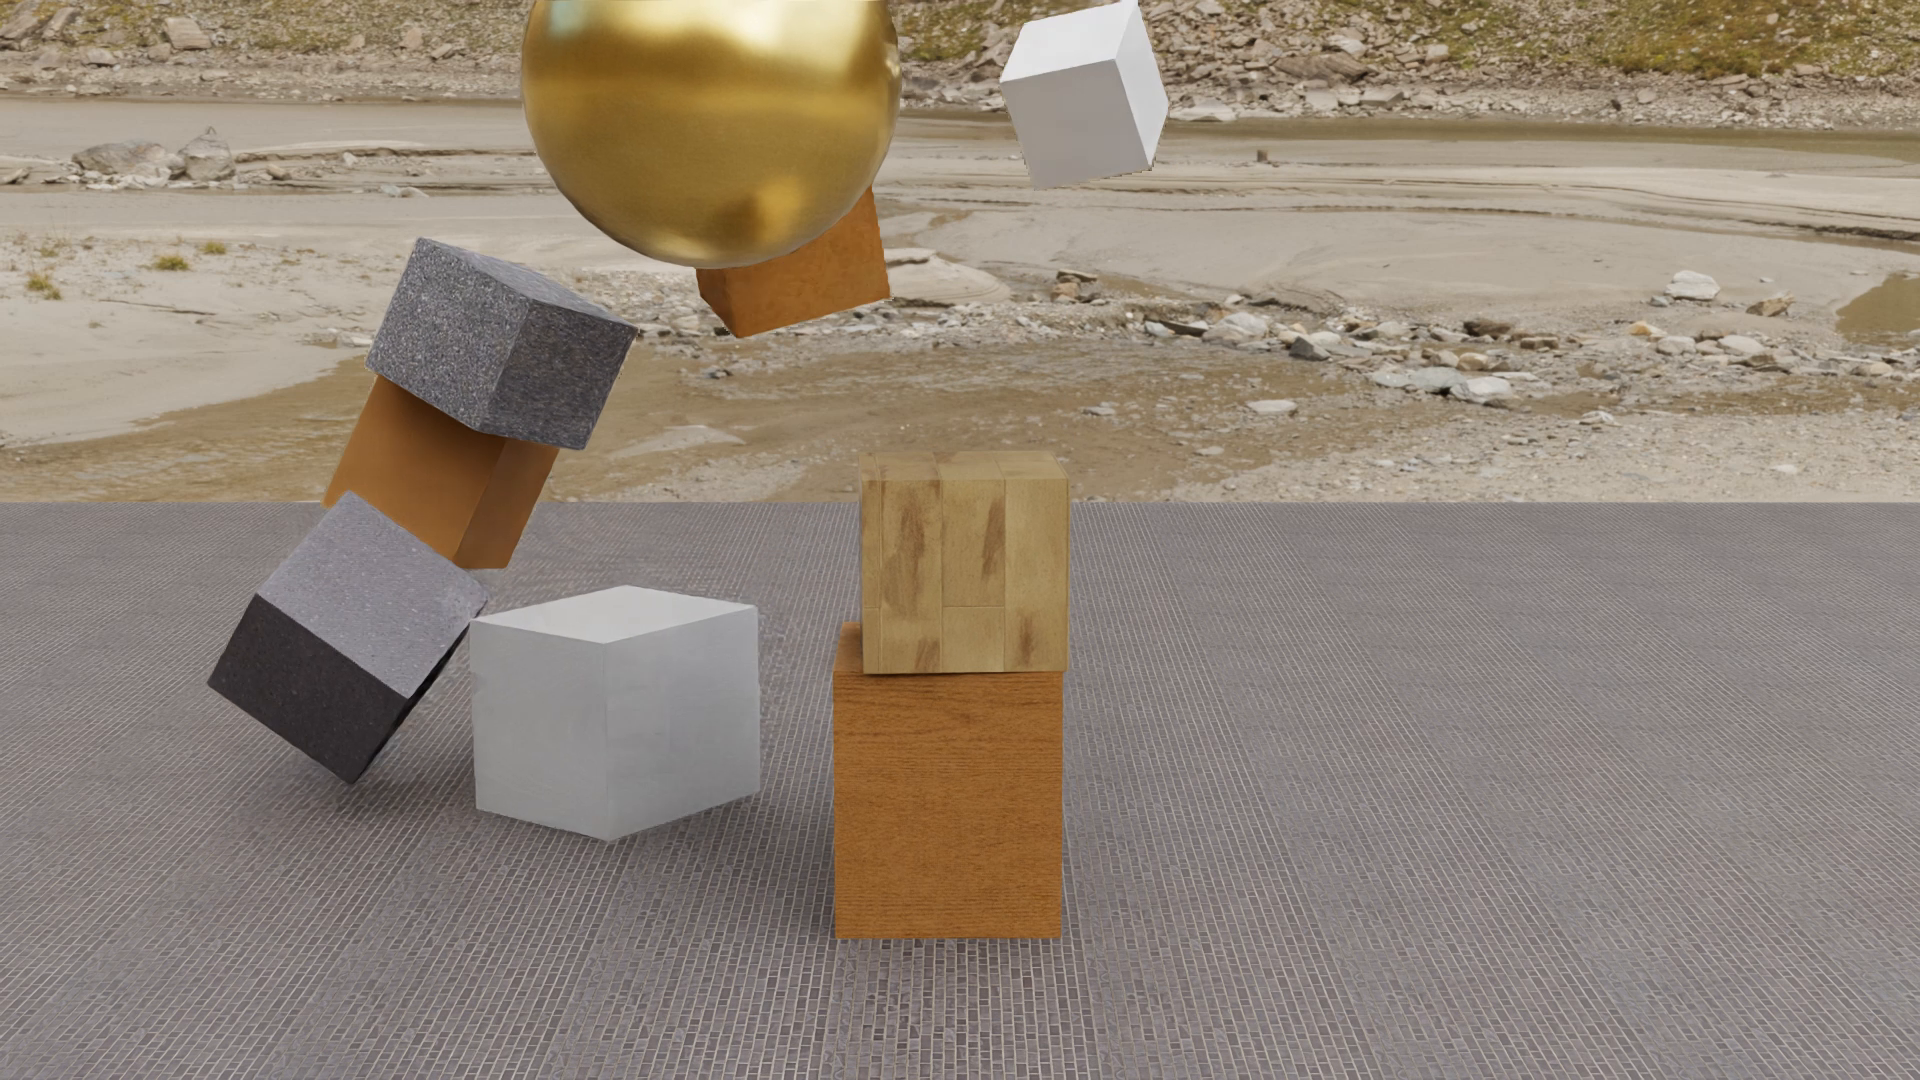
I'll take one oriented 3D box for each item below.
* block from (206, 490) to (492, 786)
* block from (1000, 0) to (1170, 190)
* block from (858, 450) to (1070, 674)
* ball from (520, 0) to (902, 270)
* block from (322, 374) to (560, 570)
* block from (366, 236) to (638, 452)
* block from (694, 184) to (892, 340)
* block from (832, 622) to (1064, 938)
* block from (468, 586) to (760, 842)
[{"bbox_3d":[-3.030,0.488,12.749,0.874,0.856,0.837,36,44,-5],"label":"block"},{"bbox_3d":[0.598,-2.111,12.148,0.566,0.577,0.609,-8,35,21],"label":"block"},{"bbox_3d":[0.003,0.077,10.639,0.828,0.784,0.780,-1,10,-3],"label":"block"},{"bbox_3d":[-1.044,-1.946,10.826,1.600,1.600,1.600,0,10,0],"label":"ball"},{"bbox_3d":[-2.701,-0.363,13.470,0.773,0.773,0.776,26,5,11],"label":"block"},{"bbox_3d":[-2.322,-0.986,13.029,0.816,0.706,0.868,29,9,27],"label":"block"},{"bbox_3d":[-0.878,-1.519,12.647,0.790,0.686,0.723,-17,27,-14],"label":"block"},{"bbox_3d":[-0.049,1.000,10.911,0.929,1.129,0.942,0,10,0],"label":"block"},{"bbox_3d":[-1.665,0.812,12.469,0.900,0.936,1.054,7,13,37],"label":"block"}]
